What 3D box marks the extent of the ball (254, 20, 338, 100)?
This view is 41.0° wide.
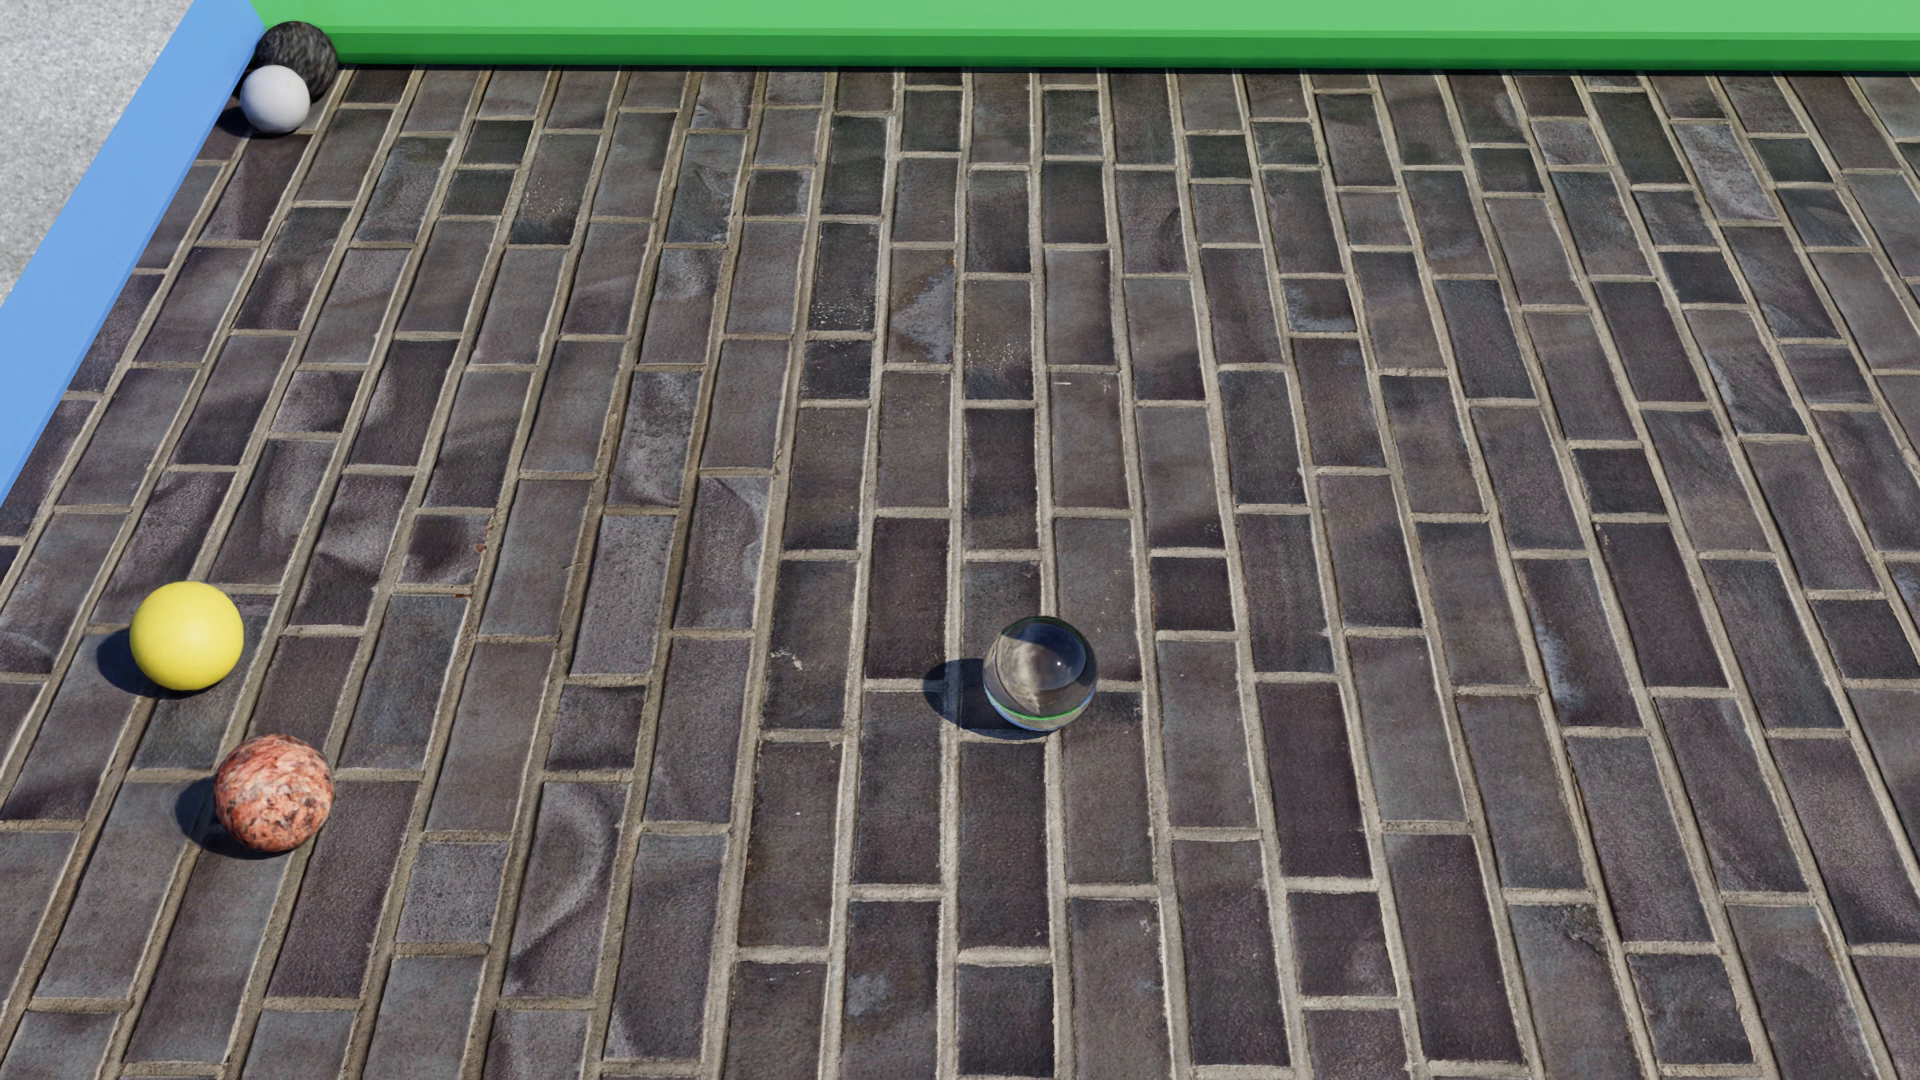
[{"bbox_3d":[-0.634,-0.457,2.452,0.077,0.077,0.077,0,35,0],"label":"ball"}]

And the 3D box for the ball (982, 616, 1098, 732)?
[{"bbox_3d":[0.053,0.087,1.682,0.076,0.076,0.076,0,35,0],"label":"ball"}]

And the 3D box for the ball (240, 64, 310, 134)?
[{"bbox_3d":[-0.641,-0.412,2.399,0.064,0.064,0.064,0,35,0],"label":"ball"}]

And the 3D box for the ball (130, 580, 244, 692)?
[{"bbox_3d":[-0.517,0.064,1.716,0.074,0.074,0.074,0,35,0],"label":"ball"}]

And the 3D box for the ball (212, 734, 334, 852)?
[{"bbox_3d":[-0.425,0.156,1.587,0.073,0.073,0.073,0,35,0],"label":"ball"}]

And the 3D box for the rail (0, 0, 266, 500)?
[{"bbox_3d":[-0.701,-0.019,1.802,0.045,0.109,1.734,0,35,1],"label":"rail"}]

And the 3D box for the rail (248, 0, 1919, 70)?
[{"bbox_3d":[0.734,-0.496,2.478,2.898,0.109,0.045,0,35,1],"label":"rail"}]
